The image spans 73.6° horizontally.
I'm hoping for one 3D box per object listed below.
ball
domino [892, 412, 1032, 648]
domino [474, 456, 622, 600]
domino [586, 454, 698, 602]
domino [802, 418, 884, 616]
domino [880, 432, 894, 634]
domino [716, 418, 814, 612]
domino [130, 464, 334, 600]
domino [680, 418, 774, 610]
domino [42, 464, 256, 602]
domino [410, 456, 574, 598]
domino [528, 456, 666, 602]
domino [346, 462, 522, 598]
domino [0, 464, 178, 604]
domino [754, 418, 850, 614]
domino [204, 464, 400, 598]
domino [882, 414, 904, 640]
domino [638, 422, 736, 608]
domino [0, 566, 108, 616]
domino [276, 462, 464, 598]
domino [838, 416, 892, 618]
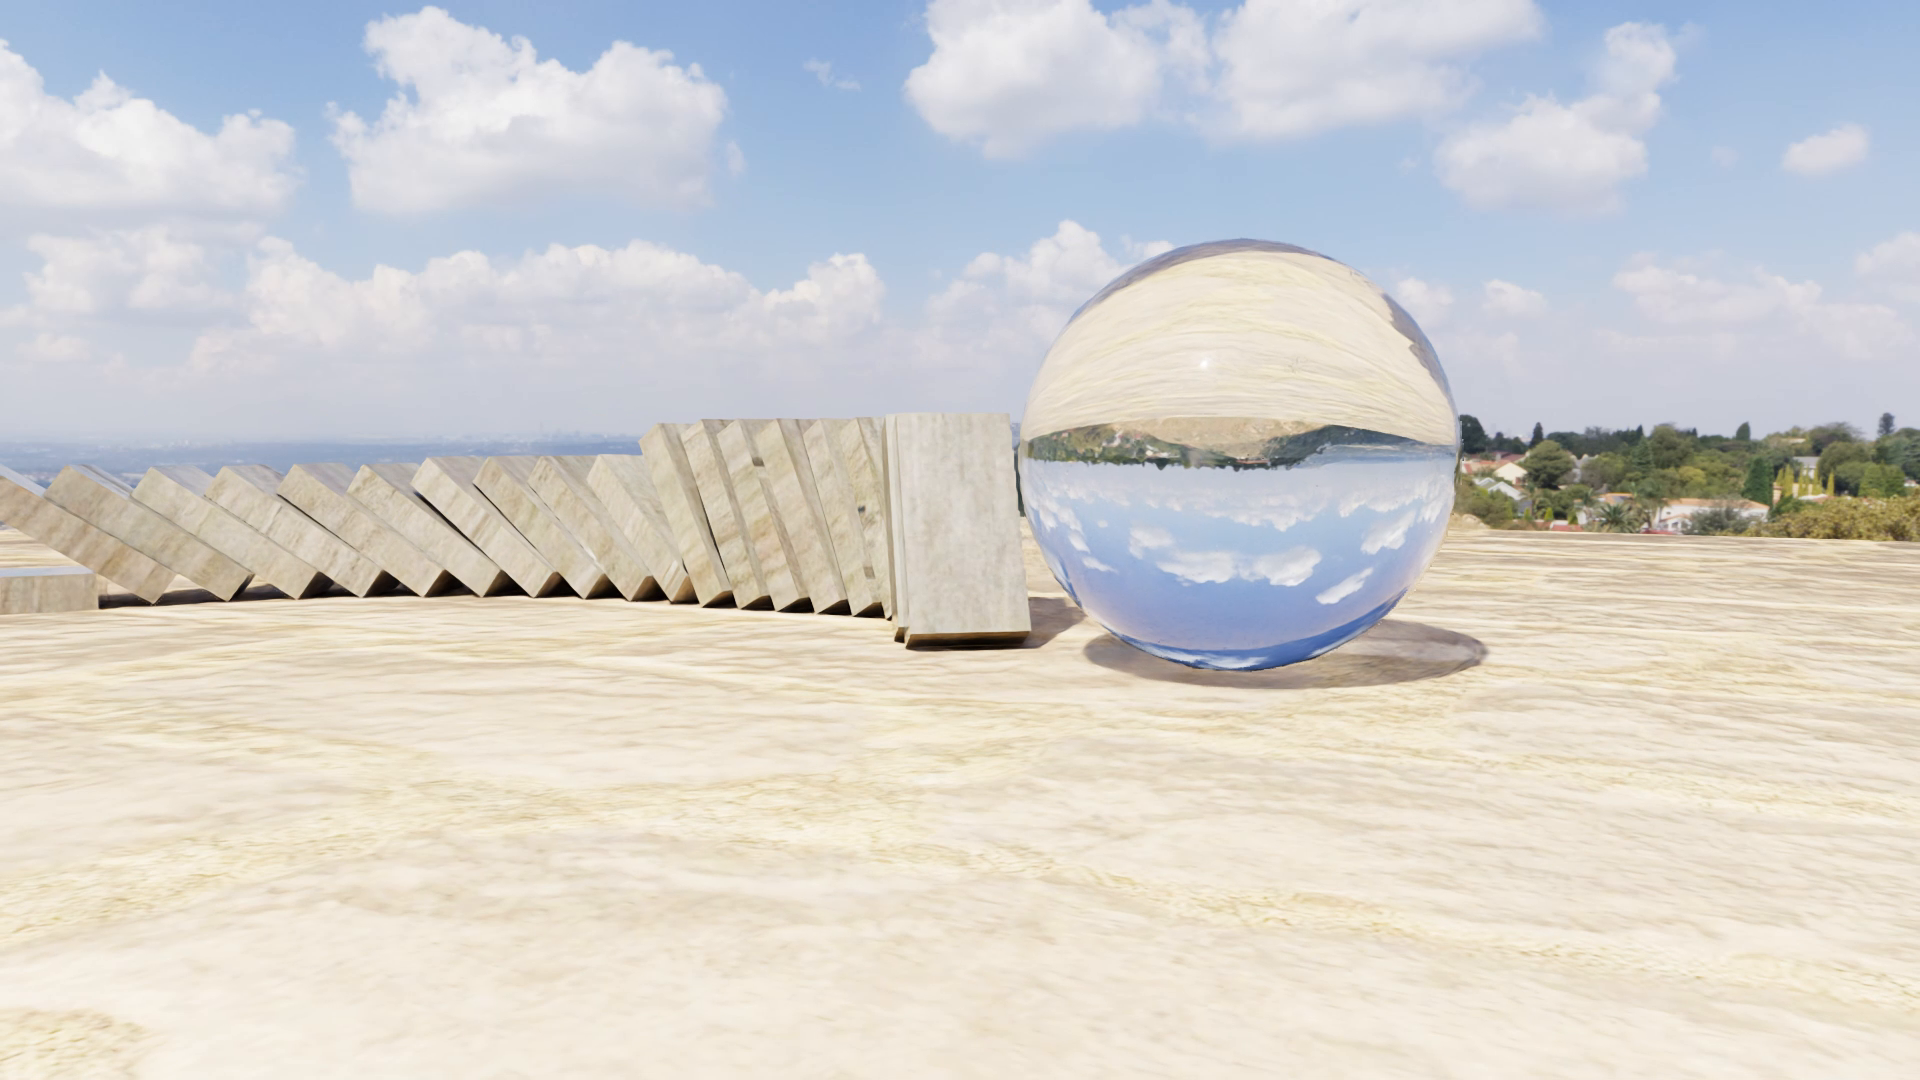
[{"bbox_3d":[0.051,-0.015,0.240,0.080,0.080,0.080,0,4,0],"label":"ball"},{"bbox_3d":[0.000,-0.003,0.275,0.025,0.050,0.010,-1,-21,-10],"label":"domino"},{"bbox_3d":[-0.113,-0.005,0.367,0.050,0.010,0.025,43,19,15],"label":"domino"},{"bbox_3d":[-0.081,-0.004,0.358,0.025,0.010,0.050,-2,44,-50],"label":"domino"},{"bbox_3d":[-0.021,-0.006,0.327,0.025,0.050,0.010,-3,-21,-39],"label":"domino"},{"bbox_3d":[-0.004,-0.004,0.296,0.025,0.050,0.010,-1,-21,-10],"label":"domino"},{"bbox_3d":[-0.044,-0.007,0.337,0.010,0.050,0.025,-30,-16,37],"label":"domino"},{"bbox_3d":[-0.200,-0.003,0.358,0.050,0.009,0.025,35,-1,-9],"label":"domino"},{"bbox_3d":[-0.054,-0.008,0.341,0.010,0.050,0.025,-30,-16,37],"label":"domino"},{"bbox_3d":[-0.217,-0.002,0.348,0.050,0.009,0.025,37,-10,-19],"label":"domino"},{"bbox_3d":[-0.130,-0.004,0.368,0.050,0.010,0.025,40,13,9],"label":"domino"},{"bbox_3d":[-0.097,-0.004,0.362,0.050,0.009,0.025,45,24,20],"label":"domino"},{"bbox_3d":[-0.147,-0.004,0.369,0.050,0.009,0.025,37,9,6],"label":"domino"},{"bbox_3d":[-0.232,-0.002,0.336,0.050,0.010,0.025,38,-14,-26],"label":"domino"},{"bbox_3d":[-0.033,-0.007,0.333,0.010,0.050,0.025,-30,-16,37],"label":"domino"},{"bbox_3d":[-0.183,-0.003,0.363,0.050,0.009,0.025,35,2,-5],"label":"domino"},{"bbox_3d":[-0.003,-0.003,0.285,0.025,0.050,0.009,-1,-21,-10],"label":"domino"},{"bbox_3d":[-0.066,-0.007,0.346,0.009,0.050,0.025,-35,-18,35],"label":"domino"},{"bbox_3d":[-0.249,0.013,0.327,0.050,0.009,0.025,-2,5,-29],"label":"domino"},{"bbox_3d":[-0.165,-0.003,0.367,0.050,0.009,0.025,36,5,-1],"label":"domino"},{"bbox_3d":[-0.012,-0.006,0.321,0.025,0.050,0.010,-2,-22,-37],"label":"domino"}]
